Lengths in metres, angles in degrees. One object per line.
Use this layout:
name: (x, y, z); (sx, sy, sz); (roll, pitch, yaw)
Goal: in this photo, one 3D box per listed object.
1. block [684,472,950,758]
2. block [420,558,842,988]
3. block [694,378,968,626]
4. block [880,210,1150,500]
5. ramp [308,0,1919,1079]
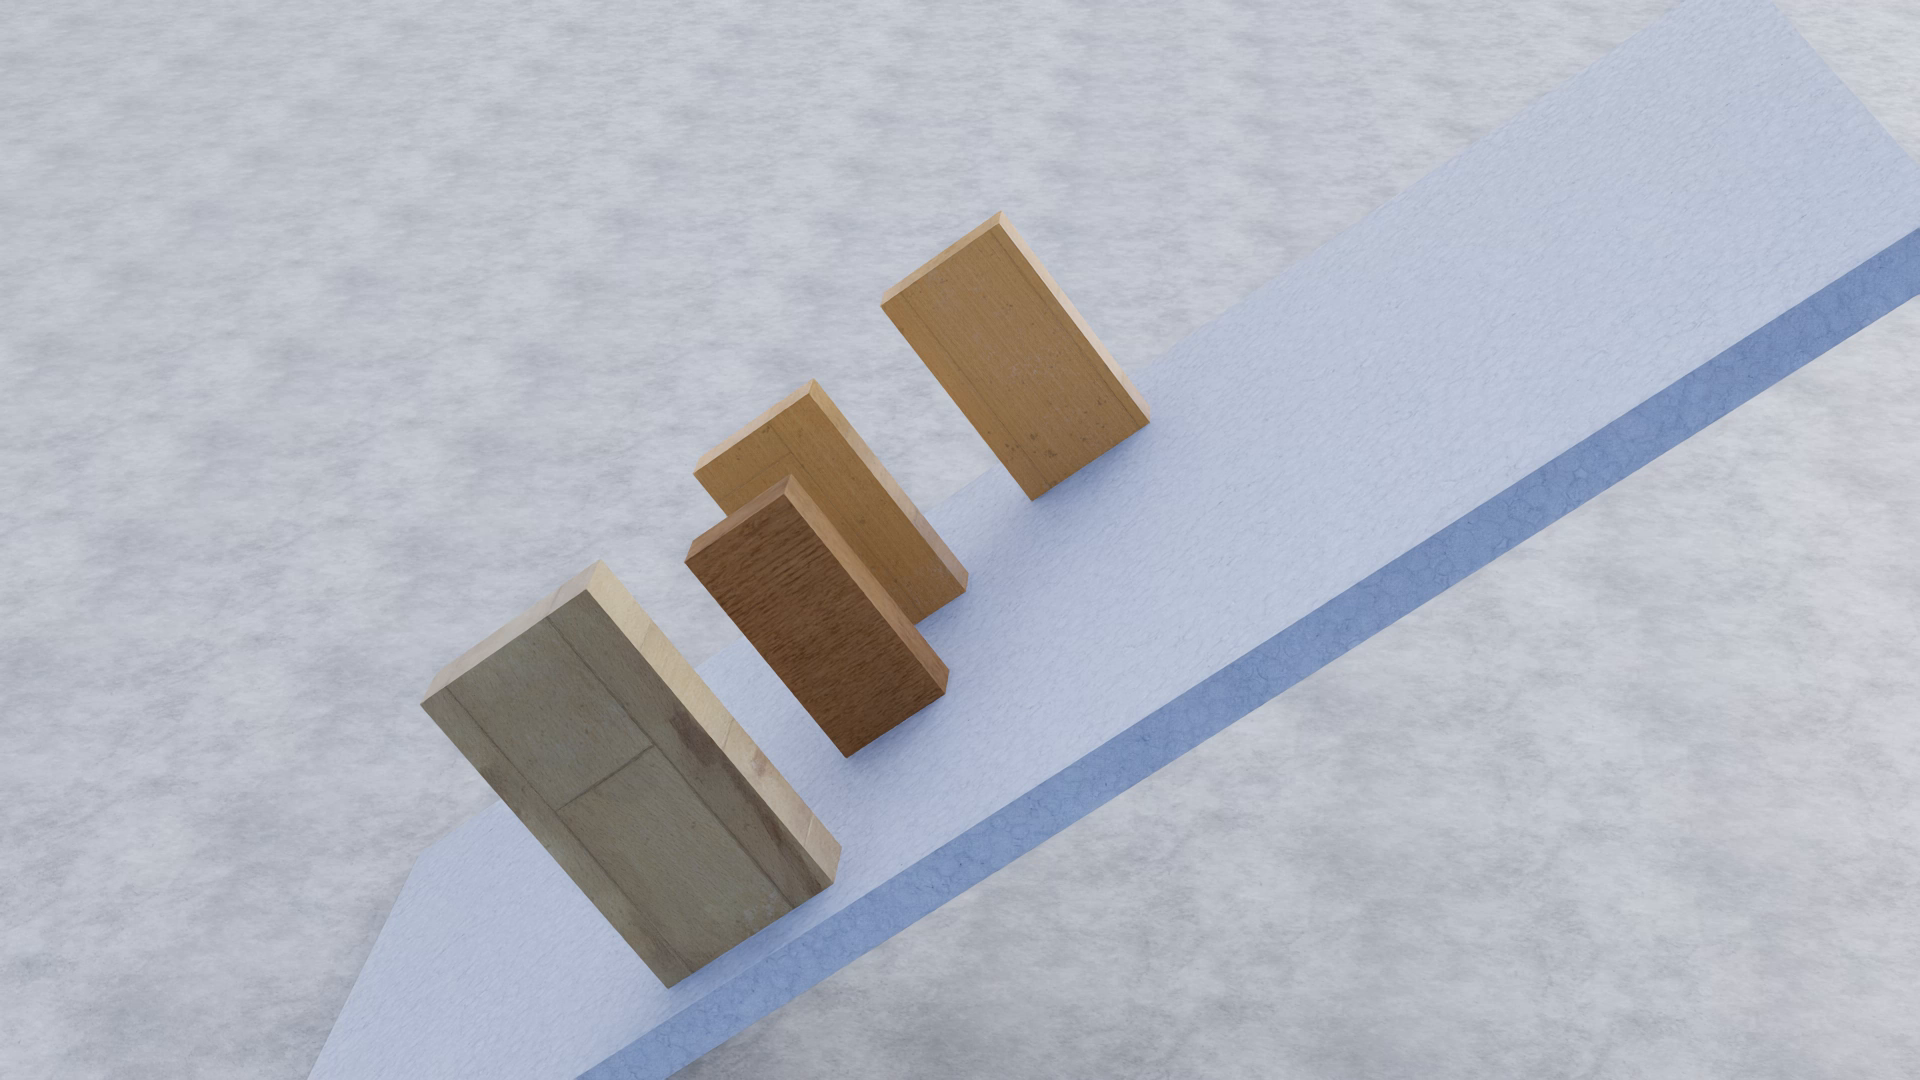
block: (-0.293, 0.160, 6.108); (0.261, 0.545, 0.118); (-34, 16, 16)
block: (-0.622, 0.454, 5.630); (0.410, 0.747, 0.147); (-34, 16, 16)
block: (-0.286, -0.035, 6.589); (0.327, 0.575, 0.103); (-34, 16, 16)
block: (0.130, -0.418, 6.733); (0.335, 0.581, 0.105); (-34, 16, 16)
ramp: (0.131, 0.178, 6.318); (4.000, 0.100, 2.000); (-34, 16, 16)
